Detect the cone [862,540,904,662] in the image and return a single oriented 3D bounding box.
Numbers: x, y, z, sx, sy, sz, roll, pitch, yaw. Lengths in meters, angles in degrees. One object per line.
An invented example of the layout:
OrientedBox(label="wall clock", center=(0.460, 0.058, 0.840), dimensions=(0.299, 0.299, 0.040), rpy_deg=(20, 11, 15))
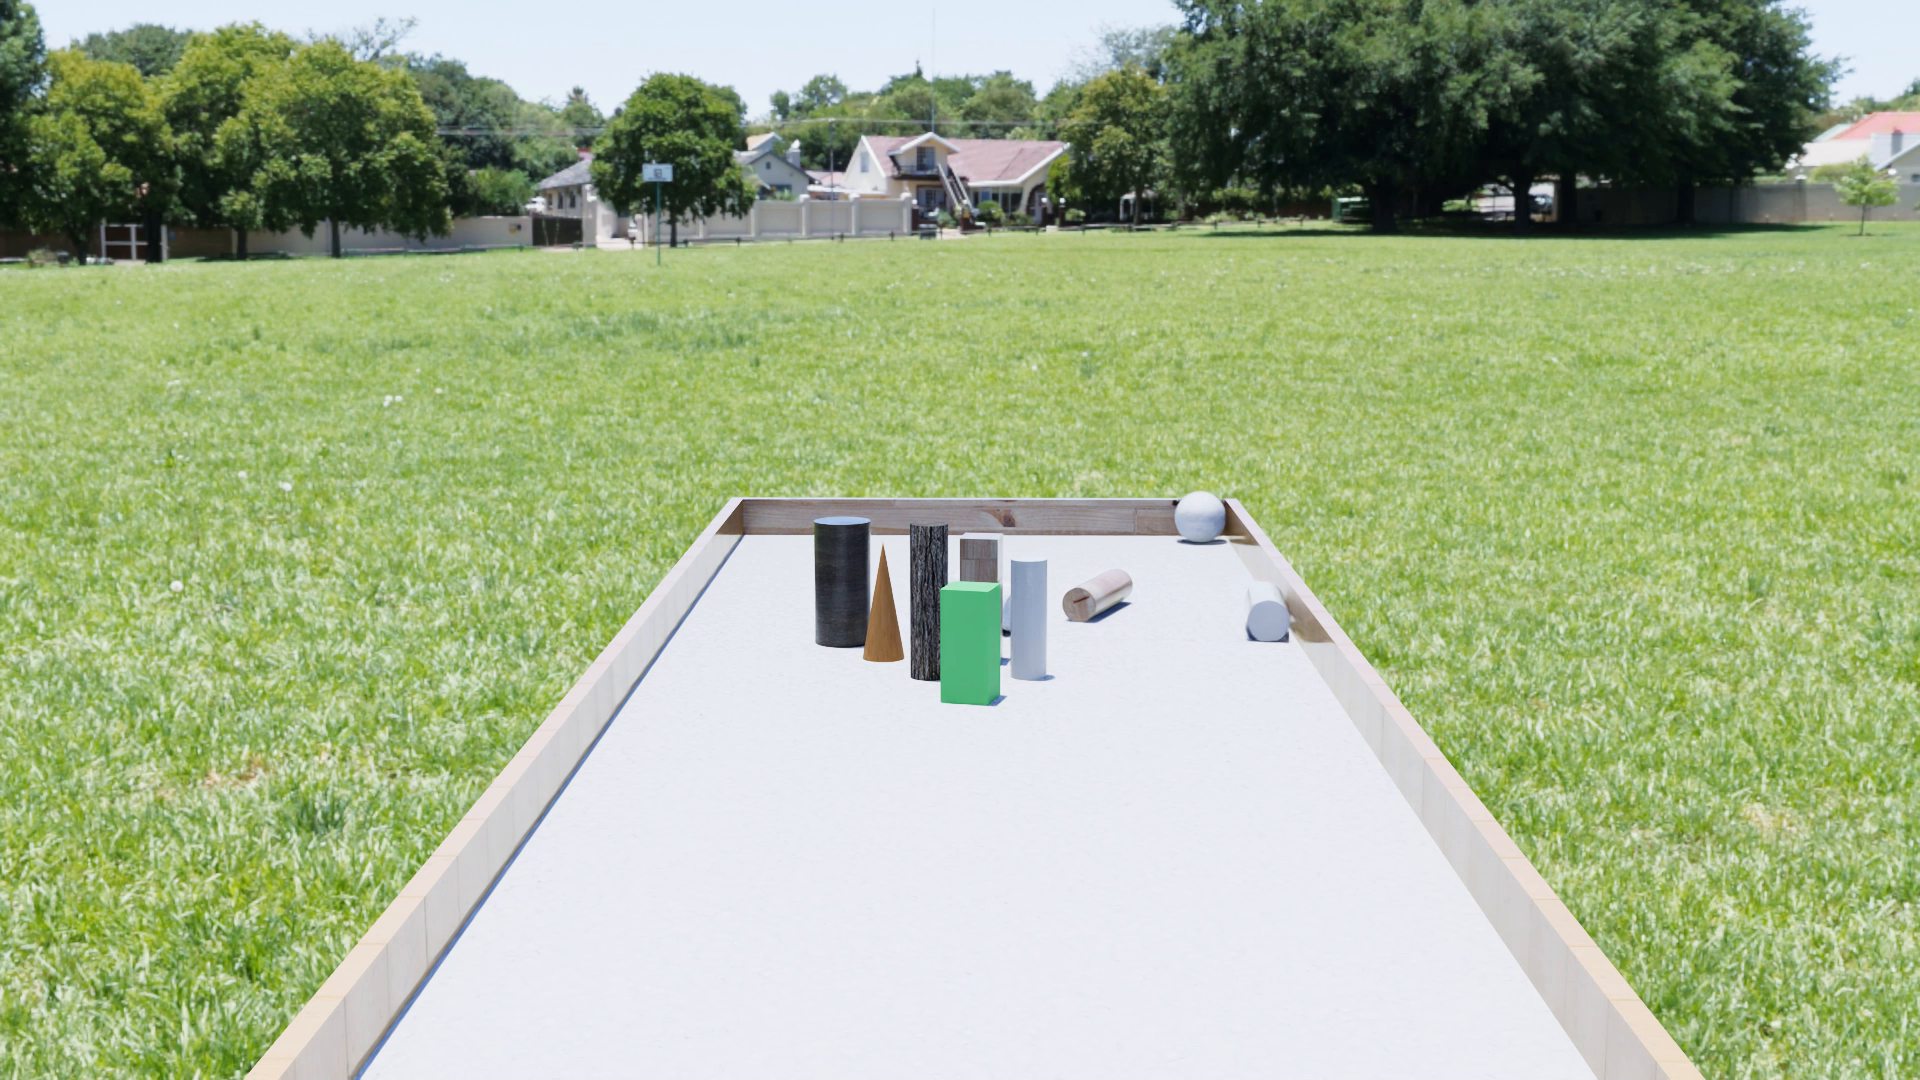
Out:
OrientedBox(label="cone", center=(-0.234, 0.181, 6.702), dimensions=(0.129, 0.365, 0.129), rpy_deg=(0, 9, 0))

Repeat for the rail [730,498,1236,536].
OrientedBox(label="rail", center=(0.099, -0.098, 9.147), dimensions=(2.100, 0.150, 0.050), rpy_deg=(0, 9, 1))

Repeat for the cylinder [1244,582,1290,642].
OrientedBox(label="cylinder", center=(0.992, 0.230, 7.123), dimensions=(0.135, 0.135, 0.338), rpy_deg=(1, 9, 5))

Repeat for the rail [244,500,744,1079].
OrientedBox(label="rail", center=(-1.004, 0.839, 3.234), dimensions=(0.050, 0.150, 12.000), rpy_deg=(0, 9, 1))

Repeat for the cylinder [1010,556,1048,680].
OrientedBox(label="cylinder", center=(0.202, 0.228, 6.447), dimensions=(0.108, 0.352, 0.108), rpy_deg=(0, 9, 0))

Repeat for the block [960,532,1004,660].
OrientedBox(label="block", center=(0.065, 0.177, 6.664), dimensions=(0.115, 0.384, 0.115), rpy_deg=(1, 9, 9))

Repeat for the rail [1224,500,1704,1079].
OrientedBox(label="rail", center=(1.046, 0.843, 3.208), dimensions=(0.050, 0.150, 12.000), rpy_deg=(0, 9, 1))

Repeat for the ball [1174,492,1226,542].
OrientedBox(label="ball", center=(0.978, -0.095, 8.942), dimensions=(0.209, 0.209, 0.209), rpy_deg=(0, 9, 0))

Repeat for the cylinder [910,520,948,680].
OrientedBox(label="cylinder", center=(-0.090, 0.177, 6.434), dimensions=(0.112, 0.456, 0.112), rpy_deg=(0, 9, 0))

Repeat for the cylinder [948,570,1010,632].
OrientedBox(label="cylinder", center=(0.118, 0.199, 7.243), dimensions=(0.160, 0.160, 0.413), rpy_deg=(-4, 10, -26))

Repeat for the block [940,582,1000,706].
OrientedBox(label="block", center=(0.030, 0.288, 6.164), dimensions=(0.138, 0.322, 0.138), rpy_deg=(2, 9, 15))

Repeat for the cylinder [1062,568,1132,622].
OrientedBox(label="cylinder", center=(0.470, 0.186, 7.468), dimensions=(0.116, 0.116, 0.409), rpy_deg=(4, 10, 22))

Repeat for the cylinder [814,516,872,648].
OrientedBox(label="cylinder", center=(-0.370, 0.131, 6.936), dimensions=(0.178, 0.389, 0.178), rpy_deg=(0, 9, 0))
